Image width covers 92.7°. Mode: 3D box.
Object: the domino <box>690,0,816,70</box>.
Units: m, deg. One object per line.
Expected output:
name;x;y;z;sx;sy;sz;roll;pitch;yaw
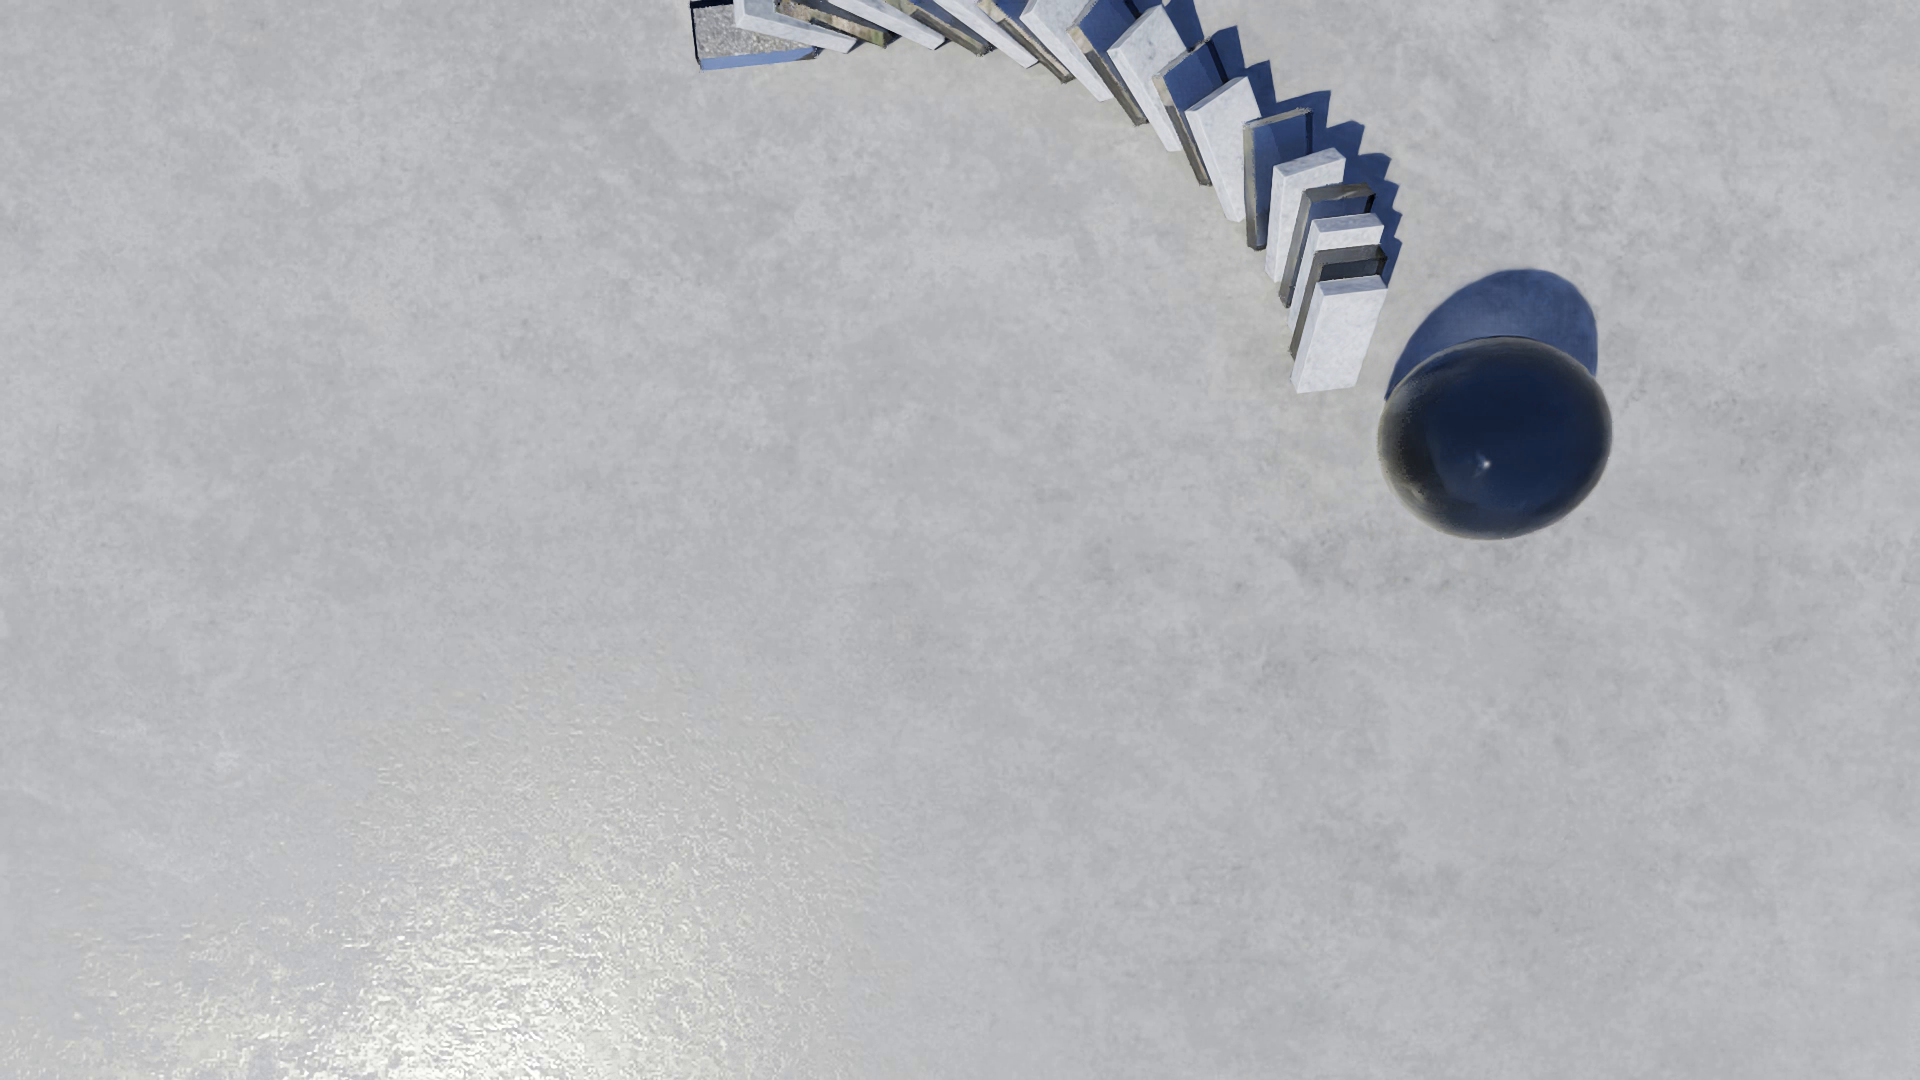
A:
domino;-0.089;-0.220;0.395;0.050;0.009;0.025;-6;90;0

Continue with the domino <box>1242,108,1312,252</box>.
domino;0.132;-0.149;0.381;0.025;0.010;0.050;-17;125;-3

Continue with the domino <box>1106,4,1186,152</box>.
domino;0.086;-0.192;0.383;0.025;0.009;0.050;-47;120;-2

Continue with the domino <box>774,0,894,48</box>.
domino;-0.052;-0.227;0.382;0.050;0.009;0.025;-1;87;-33

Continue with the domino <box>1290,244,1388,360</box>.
domino;0.155;-0.096;0.378;0.025;0.050;0.009;-6;51;0

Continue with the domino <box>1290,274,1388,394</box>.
domino;0.155;-0.084;0.378;0.025;0.050;0.009;-7;51;0

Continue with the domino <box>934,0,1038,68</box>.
domino;0.015;-0.225;0.384;0.050;0.009;0.025;22;90;-29

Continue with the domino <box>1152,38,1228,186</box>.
domino;0.103;-0.178;0.383;0.025;0.009;0.050;-38;120;0

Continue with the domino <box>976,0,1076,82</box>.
domino;0.034;-0.219;0.383;0.050;0.010;0.025;26;89;-31

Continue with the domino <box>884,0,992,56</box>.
domino;-0.007;-0.228;0.384;0.050;0.009;0.025;14;90;-30

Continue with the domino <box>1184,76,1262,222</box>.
domino;0.116;-0.163;0.384;0.025;0.009;0.050;-35;120;0

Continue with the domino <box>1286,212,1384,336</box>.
domino;0.154;-0.108;0.378;0.025;0.050;0.010;-7;51;0

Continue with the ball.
ball;0.208;-0.040;0.360;0.080;0.080;0.080;0;90;0

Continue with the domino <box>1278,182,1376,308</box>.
domino;0.150;-0.120;0.378;0.025;0.050;0.009;-6;51;0

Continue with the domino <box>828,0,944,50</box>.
domino;-0.029;-0.229;0.383;0.050;0.010;0.025;8;90;-31

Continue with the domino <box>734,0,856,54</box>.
domino;-0.069;-0.223;0.382;0.050;0.009;0.025;-6;90;-34

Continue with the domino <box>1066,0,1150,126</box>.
domino;0.070;-0.203;0.383;0.050;0.010;0.025;40;88;-30

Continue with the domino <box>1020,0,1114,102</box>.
domino;0.051;-0.212;0.383;0.050;0.009;0.025;31;88;-31

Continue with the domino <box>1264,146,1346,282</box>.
domino;0.141;-0.133;0.378;0.025;0.050;0.009;-18;51;0
